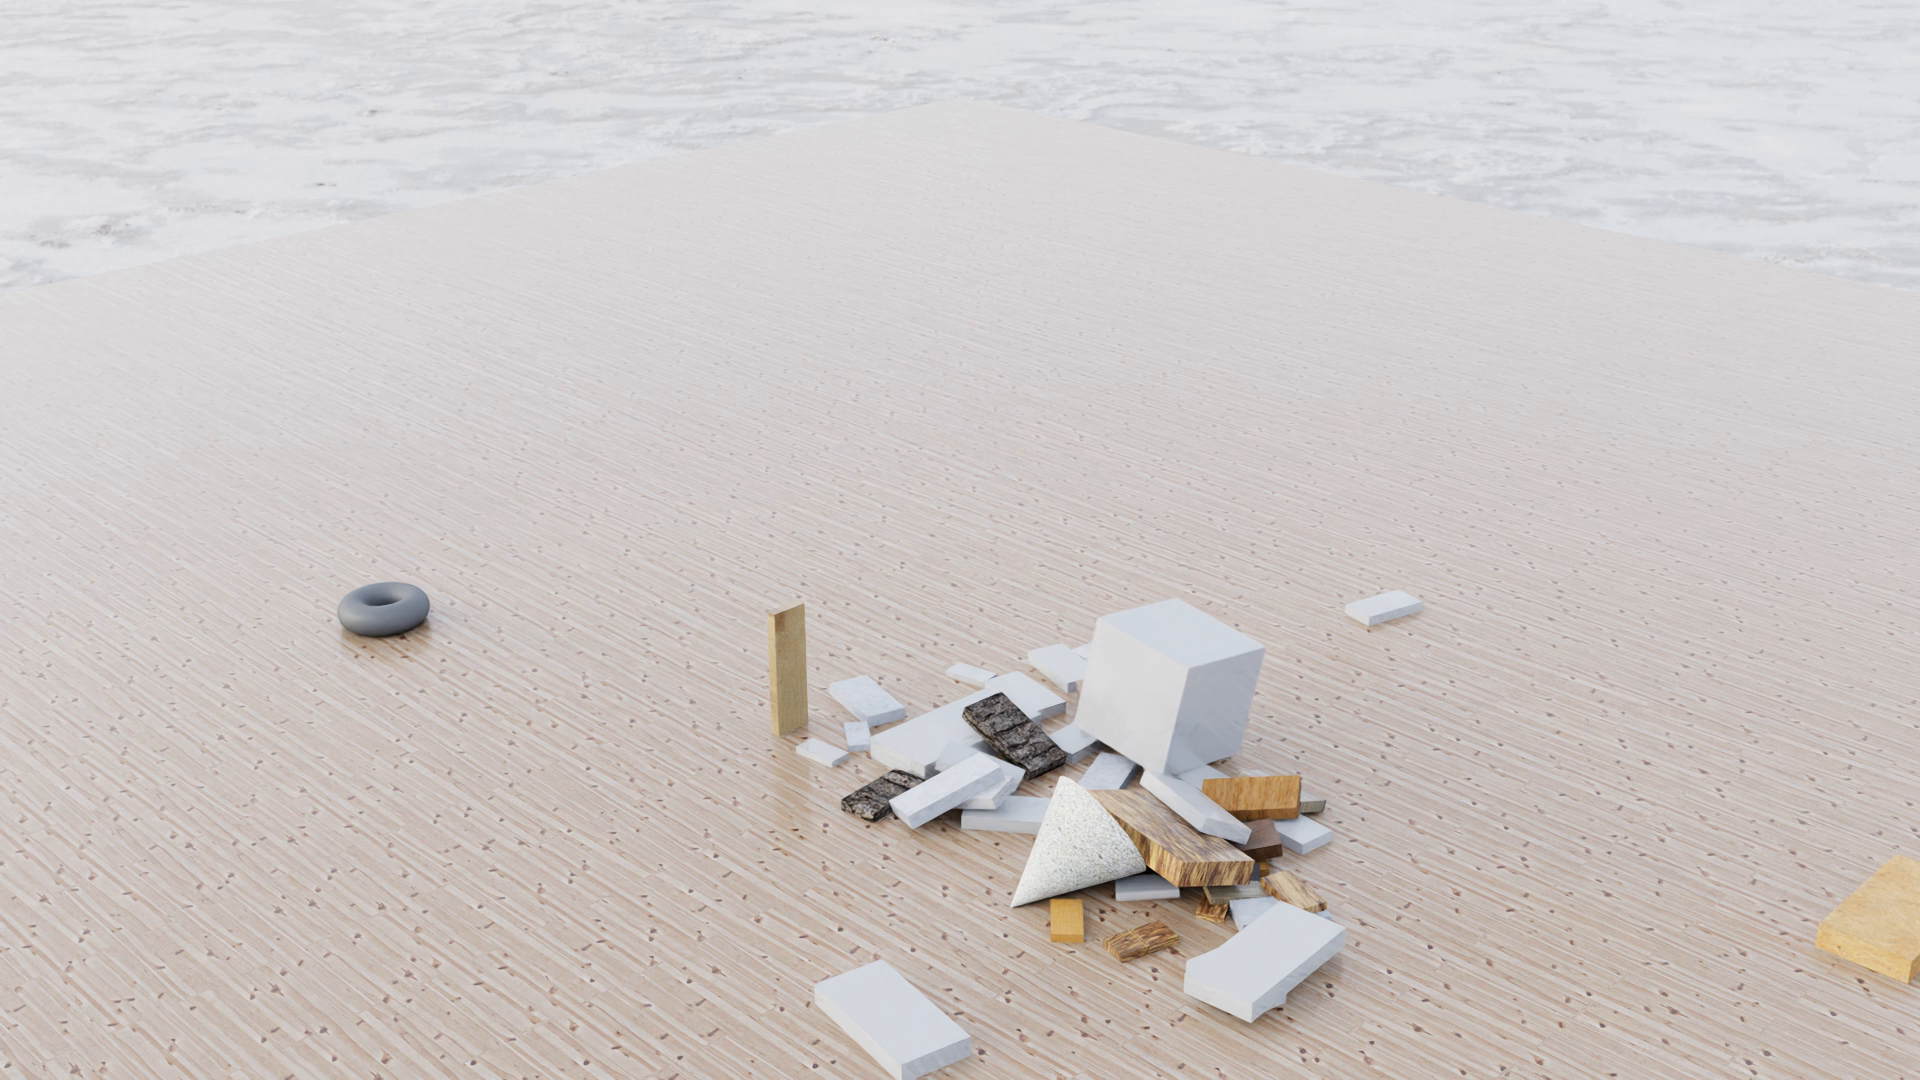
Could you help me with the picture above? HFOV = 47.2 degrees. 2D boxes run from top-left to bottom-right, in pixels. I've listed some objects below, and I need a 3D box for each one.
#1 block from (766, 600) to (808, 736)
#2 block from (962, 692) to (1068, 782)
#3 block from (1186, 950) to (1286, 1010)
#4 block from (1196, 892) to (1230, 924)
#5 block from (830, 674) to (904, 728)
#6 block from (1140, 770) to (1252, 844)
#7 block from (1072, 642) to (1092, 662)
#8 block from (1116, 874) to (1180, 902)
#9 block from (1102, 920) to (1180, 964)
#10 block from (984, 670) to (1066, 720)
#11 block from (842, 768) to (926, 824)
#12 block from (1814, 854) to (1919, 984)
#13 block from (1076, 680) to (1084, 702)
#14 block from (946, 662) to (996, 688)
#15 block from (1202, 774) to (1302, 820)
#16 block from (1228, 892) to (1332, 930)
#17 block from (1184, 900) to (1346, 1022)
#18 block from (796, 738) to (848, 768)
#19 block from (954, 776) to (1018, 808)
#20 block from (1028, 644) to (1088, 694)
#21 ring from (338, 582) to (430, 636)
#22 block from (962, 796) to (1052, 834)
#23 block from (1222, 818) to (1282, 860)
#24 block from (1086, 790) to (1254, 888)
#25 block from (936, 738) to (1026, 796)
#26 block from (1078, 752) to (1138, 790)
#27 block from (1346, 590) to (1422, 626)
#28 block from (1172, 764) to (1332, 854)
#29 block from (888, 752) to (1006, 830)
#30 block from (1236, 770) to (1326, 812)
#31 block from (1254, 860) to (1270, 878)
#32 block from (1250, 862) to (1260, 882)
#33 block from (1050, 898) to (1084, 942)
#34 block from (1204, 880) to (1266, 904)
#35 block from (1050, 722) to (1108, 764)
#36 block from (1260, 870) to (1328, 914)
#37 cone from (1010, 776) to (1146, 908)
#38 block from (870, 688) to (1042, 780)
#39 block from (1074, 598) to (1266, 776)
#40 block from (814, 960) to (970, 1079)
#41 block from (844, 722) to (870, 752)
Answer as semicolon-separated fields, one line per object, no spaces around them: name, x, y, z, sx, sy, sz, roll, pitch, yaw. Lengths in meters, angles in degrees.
block;-0.371;0.276;4.740;0.024;0.289;0.085;21;31;41
block;0.115;0.414;4.653;0.108;0.030;0.215;-20;50;-39
block;0.488;0.781;3.890;0.085;0.024;0.170;-15;27;-31
block;0.482;0.682;4.135;0.054;0.015;0.107;8;24;17
block;-0.207;0.357;4.886;0.092;0.026;0.184;-13;26;-27
block;0.461;0.524;4.327;0.108;0.030;0.268;19;7;-25
block;0.349;0.259;5.120;0.170;0.024;0.085;-17;28;-34
block;0.356;0.658;4.171;0.120;0.017;0.060;-5;23;6
block;0.330;0.732;4.012;0.125;0.018;0.063;-13;26;-27
block;0.145;0.348;4.906;0.092;0.026;0.185;-15;27;-31
block;-0.154;0.522;4.499;0.085;0.024;0.171;18;29;35
block;1.740;0.695;4.062;0.171;0.048;0.341;21;31;40
block;0.305;0.357;4.822;0.090;0.025;0.179;0;23;0
block;0.027;0.308;5.017;0.104;0.015;0.052;16;28;32
block;0.583;0.519;4.420;0.196;0.028;0.098;-4;34;16
block;0.595;0.696;4.091;0.170;0.024;0.085;-4;23;-9
block;0.543;0.743;3.897;0.139;0.039;0.307;18;29;37
block;-0.292;0.452;4.676;0.104;0.015;0.052;18;29;36
block;0.024;0.510;4.445;0.171;0.024;0.085;-6;24;39
block;0.240;0.293;5.037;0.092;0.026;0.184;-12;26;-25
ring;-1.384;0.165;5.282;0.217;0.072;0.217;-1;22;0
block;0.107;0.551;4.426;0.196;0.028;0.098;3;23;8
block;0.521;0.595;4.283;0.196;0.028;0.098;-10;23;0
block;0.389;0.568;4.220;0.171;0.048;0.350;4;15;-32
block;0.042;0.474;4.544;0.171;0.024;0.086;22;31;8
block;0.305;0.495;4.562;0.085;0.024;0.169;9;25;20
block;1.030;0.164;5.344;0.170;0.024;0.085;-13;26;-29
block;0.587;0.541;4.455;0.085;0.024;0.363;-18;29;-36
block;-0.026;0.504;4.430;0.215;0.030;0.108;-27;19;-16
block;0.655;0.512;4.490;0.085;0.024;0.169;4;15;-44
block;0.560;0.619;4.281;0.060;0.017;0.120;-2;23;-4
block;0.518;0.641;4.206;0.107;0.015;0.054;3;46;8
block;0.198;0.705;4.077;0.060;0.017;0.120;1;23;2
block;0.517;0.663;4.139;0.107;0.015;0.054;1;25;-11
block;0.264;0.425;4.727;0.090;0.025;0.179;19;30;38
block;0.625;0.662;4.116;0.063;0.018;0.125;-11;25;-25
cone;0.182;0.616;4.158;0.239;0.239;0.239;-40;36;-13
block;-0.006;0.419;4.712;0.341;0.048;0.171;-20;30;-39
block;0.440;0.306;4.617;0.253;0.253;0.253;-11;31;-43
block;-0.118;0.822;3.772;0.139;0.039;0.278;-15;27;-31
block;-0.220;0.423;4.744;0.052;0.015;0.104;-3;23;-8
